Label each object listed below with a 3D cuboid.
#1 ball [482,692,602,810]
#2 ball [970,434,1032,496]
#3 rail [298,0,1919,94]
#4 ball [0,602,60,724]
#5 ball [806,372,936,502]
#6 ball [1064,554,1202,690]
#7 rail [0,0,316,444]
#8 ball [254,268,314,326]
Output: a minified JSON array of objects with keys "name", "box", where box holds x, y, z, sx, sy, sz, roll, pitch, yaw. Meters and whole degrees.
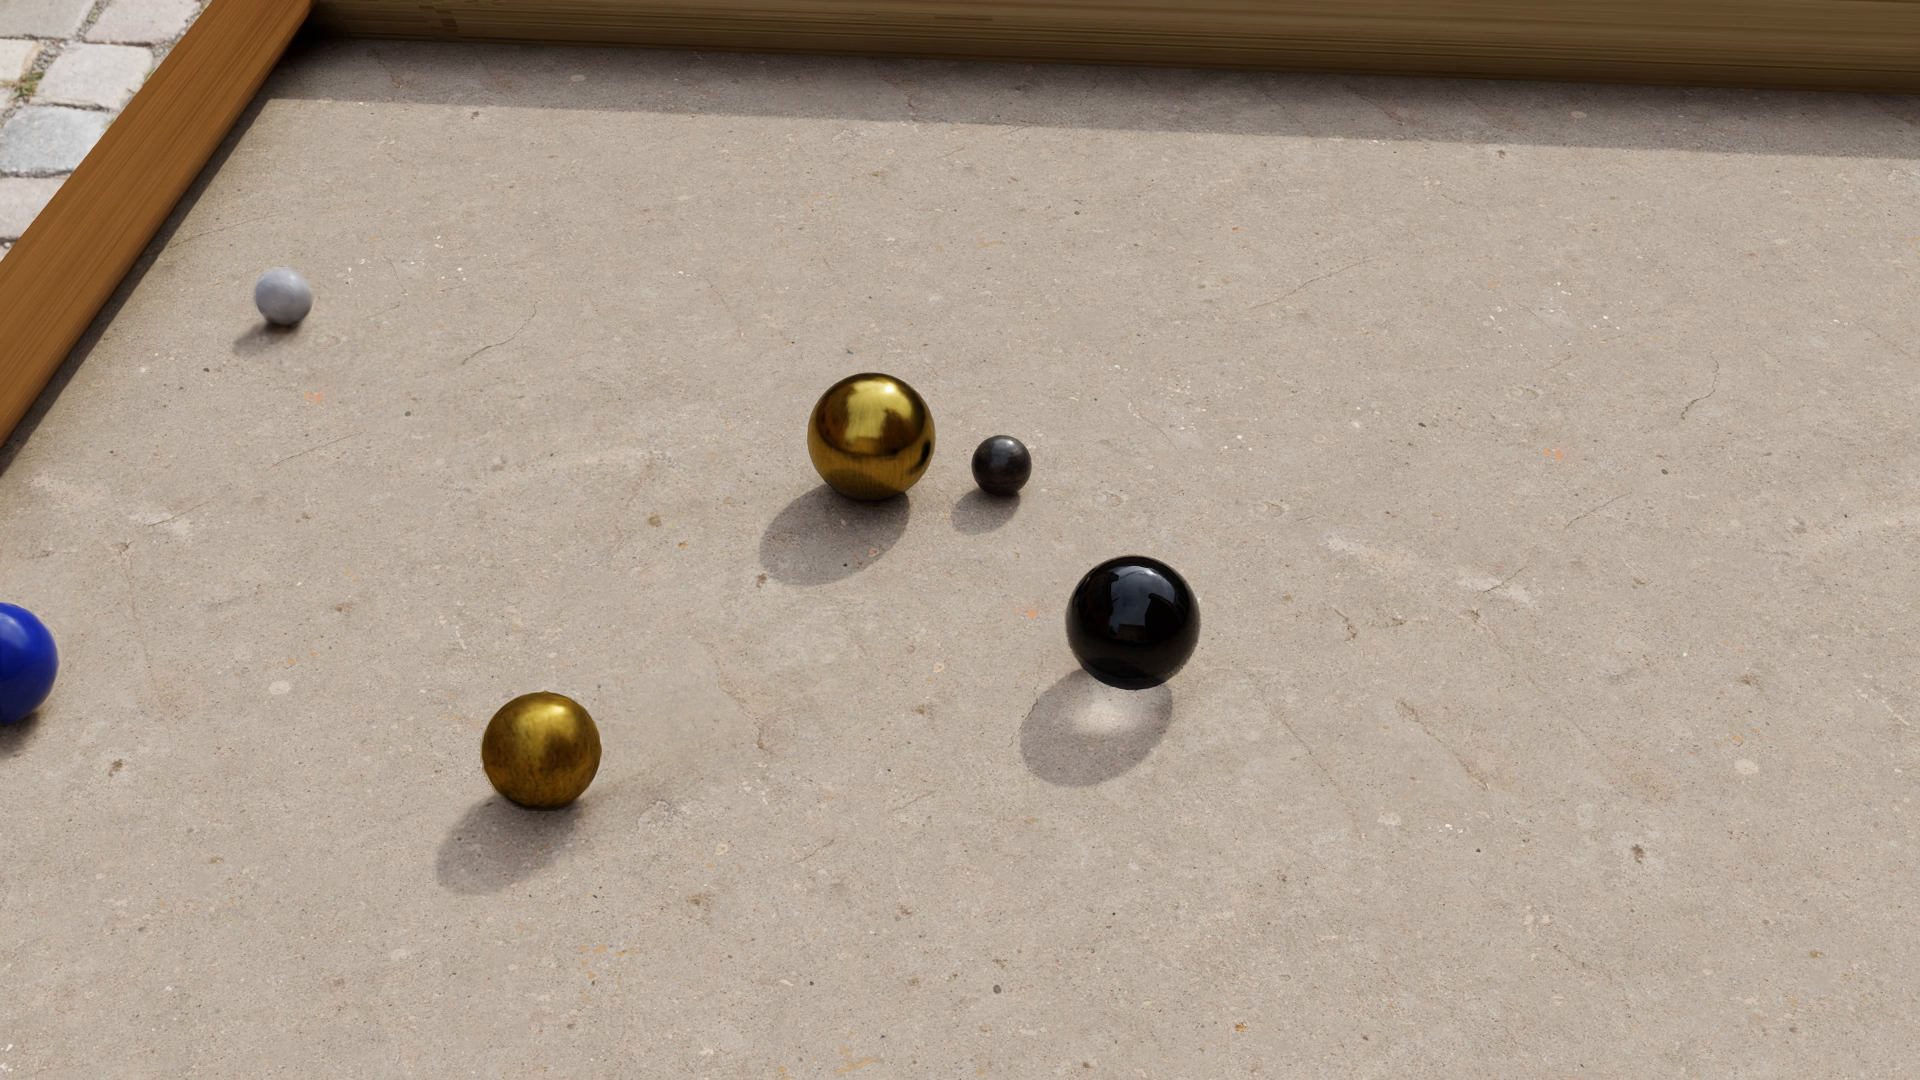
[{"name":"ball","box":[-0.271,0.136,1.665,0.077,0.077,0.077,0,35,0]},{"name":"ball","box":[0.032,-0.057,1.968,0.047,0.047,0.047,0,35,0]},{"name":"rail","box":[0.847,-0.491,2.518,3.096,0.128,0.045,3,35,4]},{"name":"ball","box":[-0.653,0.083,1.735,0.084,0.084,0.084,0,35,0]},{"name":"ball","box":[-0.067,-0.078,1.954,0.098,0.098,0.098,0,35,0]},{"name":"ball","box":[0.119,0.057,1.764,0.093,0.093,0.093,0,35,0]},{"name":"rail","box":[-0.748,-0.059,1.899,0.045,0.128,1.823,3,35,4]},{"name":"ball","box":[-0.575,-0.206,2.181,0.048,0.048,0.048,0,35,0]}]
